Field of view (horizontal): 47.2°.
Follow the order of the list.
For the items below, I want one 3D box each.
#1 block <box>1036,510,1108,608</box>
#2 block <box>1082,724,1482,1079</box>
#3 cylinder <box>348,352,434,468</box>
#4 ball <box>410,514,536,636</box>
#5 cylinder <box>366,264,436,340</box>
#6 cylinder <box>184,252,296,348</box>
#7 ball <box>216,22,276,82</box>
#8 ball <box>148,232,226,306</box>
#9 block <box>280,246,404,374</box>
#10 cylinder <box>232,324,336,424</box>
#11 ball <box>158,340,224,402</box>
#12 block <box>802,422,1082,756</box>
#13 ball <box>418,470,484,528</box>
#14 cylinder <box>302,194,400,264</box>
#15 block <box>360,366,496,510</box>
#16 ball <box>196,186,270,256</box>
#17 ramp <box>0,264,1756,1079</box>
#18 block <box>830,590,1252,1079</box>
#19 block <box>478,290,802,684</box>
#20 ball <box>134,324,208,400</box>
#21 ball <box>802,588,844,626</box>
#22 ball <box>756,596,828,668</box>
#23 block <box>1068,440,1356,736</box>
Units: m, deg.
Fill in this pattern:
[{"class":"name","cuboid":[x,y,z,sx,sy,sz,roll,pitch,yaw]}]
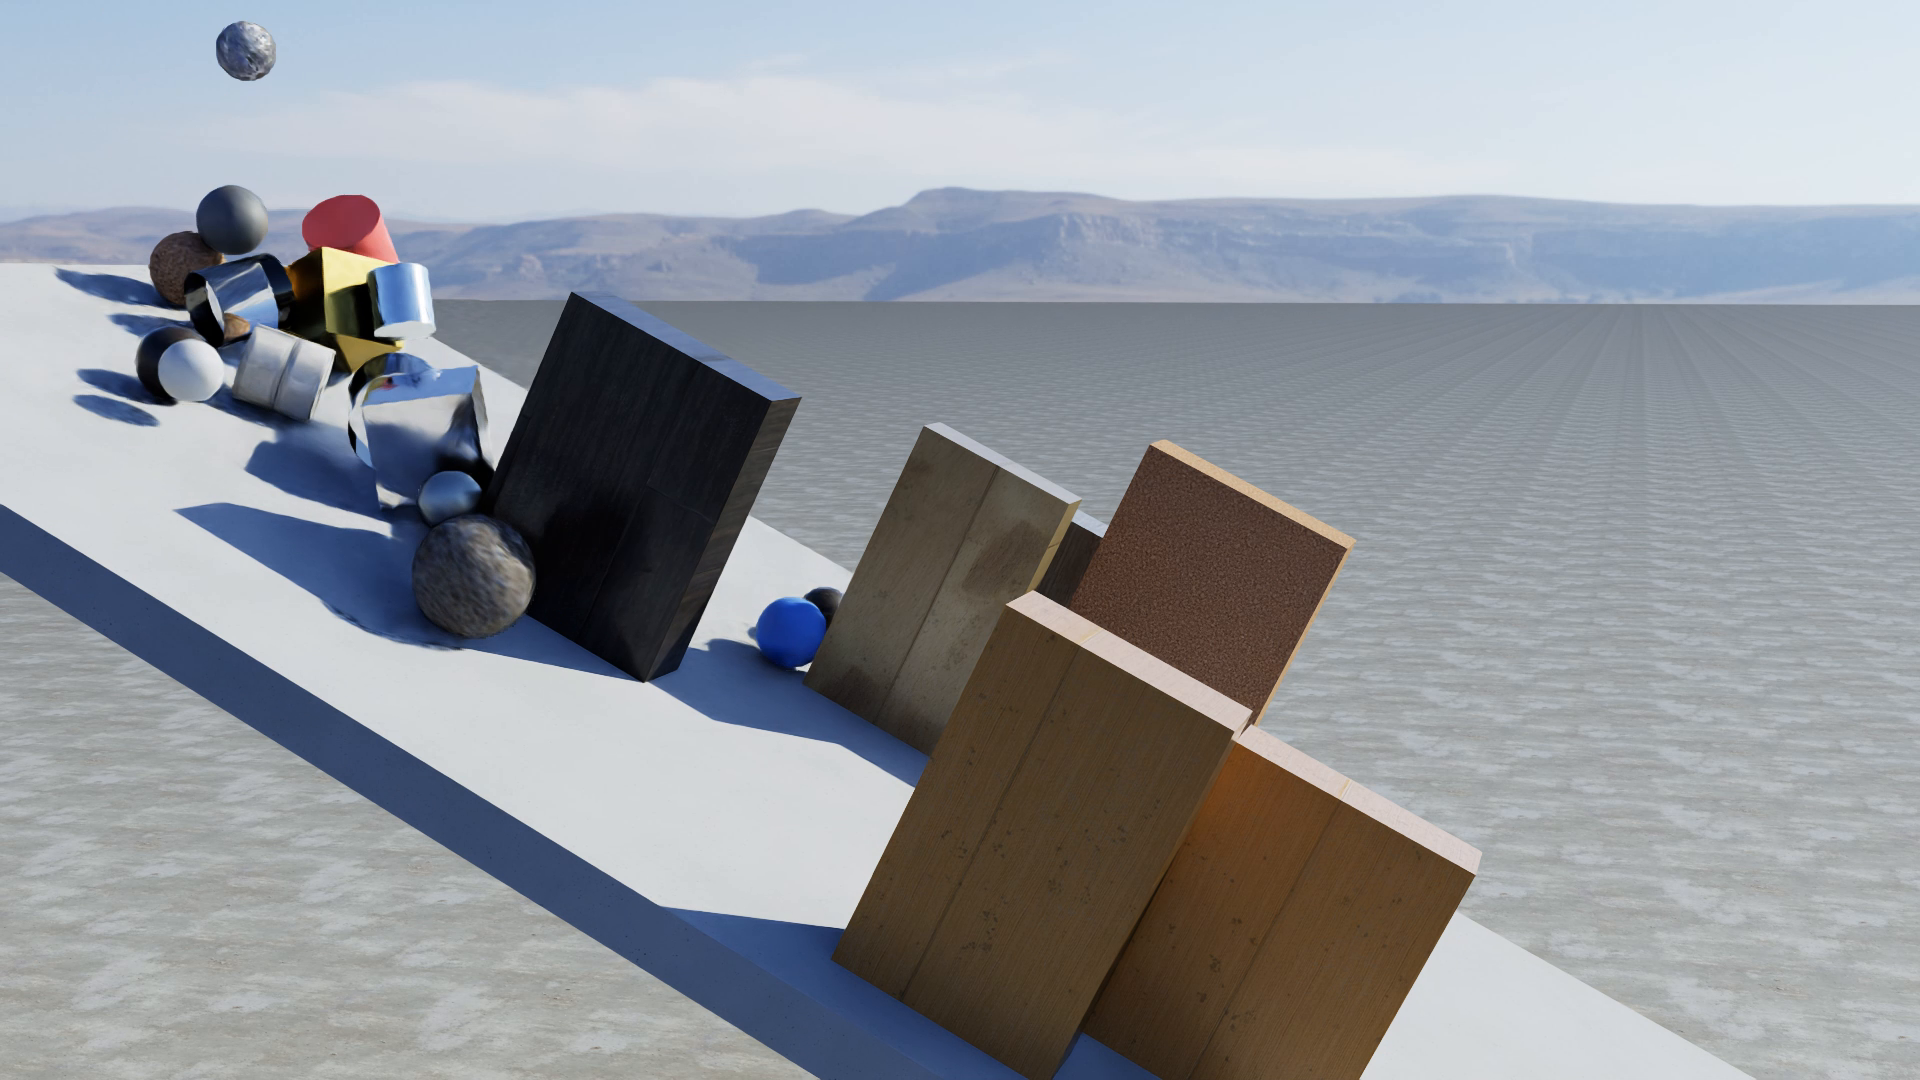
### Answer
[{"class":"block","cuboid":[0.126,0.126,4.745,0.267,0.440,0.137,29,14,12]},{"class":"block","cuboid":[0.492,0.620,3.384,0.398,0.529,0.136,29,14,12]},{"class":"cylinder","cuboid":[-1.130,-0.255,4.421,0.196,0.196,0.196,-2,22,-15]},{"class":"ball","cuboid":[-0.831,0.061,3.758,0.209,0.209,0.209,0,7,0]},{"class":"cylinder","cuboid":[-1.192,-0.506,4.688,0.129,0.129,0.129,-10,-10,-2]},{"class":"cylinder","cuboid":[-1.508,-0.502,4.608,0.164,0.164,0.164,-24,21,-38]},{"class":"ball","cuboid":[-1.542,-1.056,4.749,0.126,0.126,0.126,0,7,0]},{"class":"ball","cuboid":[-1.670,-0.587,4.758,0.159,0.159,0.159,0,7,0]},{"class":"block","cuboid":[-1.346,-0.495,4.758,0.192,0.192,0.192,-18,-18,38]},{"class":"cylinder","cuboid":[-1.346,-0.332,4.378,0.156,0.156,0.156,20,3,-12]},{"class":"ball","cuboid":[-1.419,-0.312,4.060,0.117,0.117,0.117,0,7,0]},{"class":"block","cuboid":[-0.038,0.101,4.265,0.319,0.571,0.102,29,14,12]},{"class":"ball","cuboid":[-0.931,-0.069,4.027,0.117,0.117,0.117,0,7,0]},{"class":"cylinder","cuboid":[-1.372,-0.654,4.965,0.177,0.177,0.177,-3,50,4]},{"class":"block","cuboid":[-1.019,-0.199,4.231,0.205,0.205,0.205,-8,20,-6]},{"class":"ball","cuboid":[-1.559,-0.685,4.713,0.149,0.149,0.149,0,7,0]},{"class":"ramp","cuboid":[-0.245,0.413,4.160,4.000,0.100,2.000,29,14,12]},{"class":"block","cuboid":[0.116,0.435,3.225,0.368,0.608,0.149,29,14,12]},{"class":"block","cuboid":[-0.607,-0.100,3.992,0.425,0.570,0.145,29,14,12]},{"class":"ball","cuboid":[-1.495,-0.338,4.186,0.142,0.142,0.142,0,7,0]},{"class":"ball","cuboid":[-0.277,0.159,4.512,0.123,0.123,0.123,0,7,0]},{"class":"ball","cuboid":[-0.332,0.182,4.341,0.141,0.141,0.141,0,7,0]},{"class":"block","cuboid":[0.440,0.208,4.473,0.440,0.692,0.147,29,14,12]}]
